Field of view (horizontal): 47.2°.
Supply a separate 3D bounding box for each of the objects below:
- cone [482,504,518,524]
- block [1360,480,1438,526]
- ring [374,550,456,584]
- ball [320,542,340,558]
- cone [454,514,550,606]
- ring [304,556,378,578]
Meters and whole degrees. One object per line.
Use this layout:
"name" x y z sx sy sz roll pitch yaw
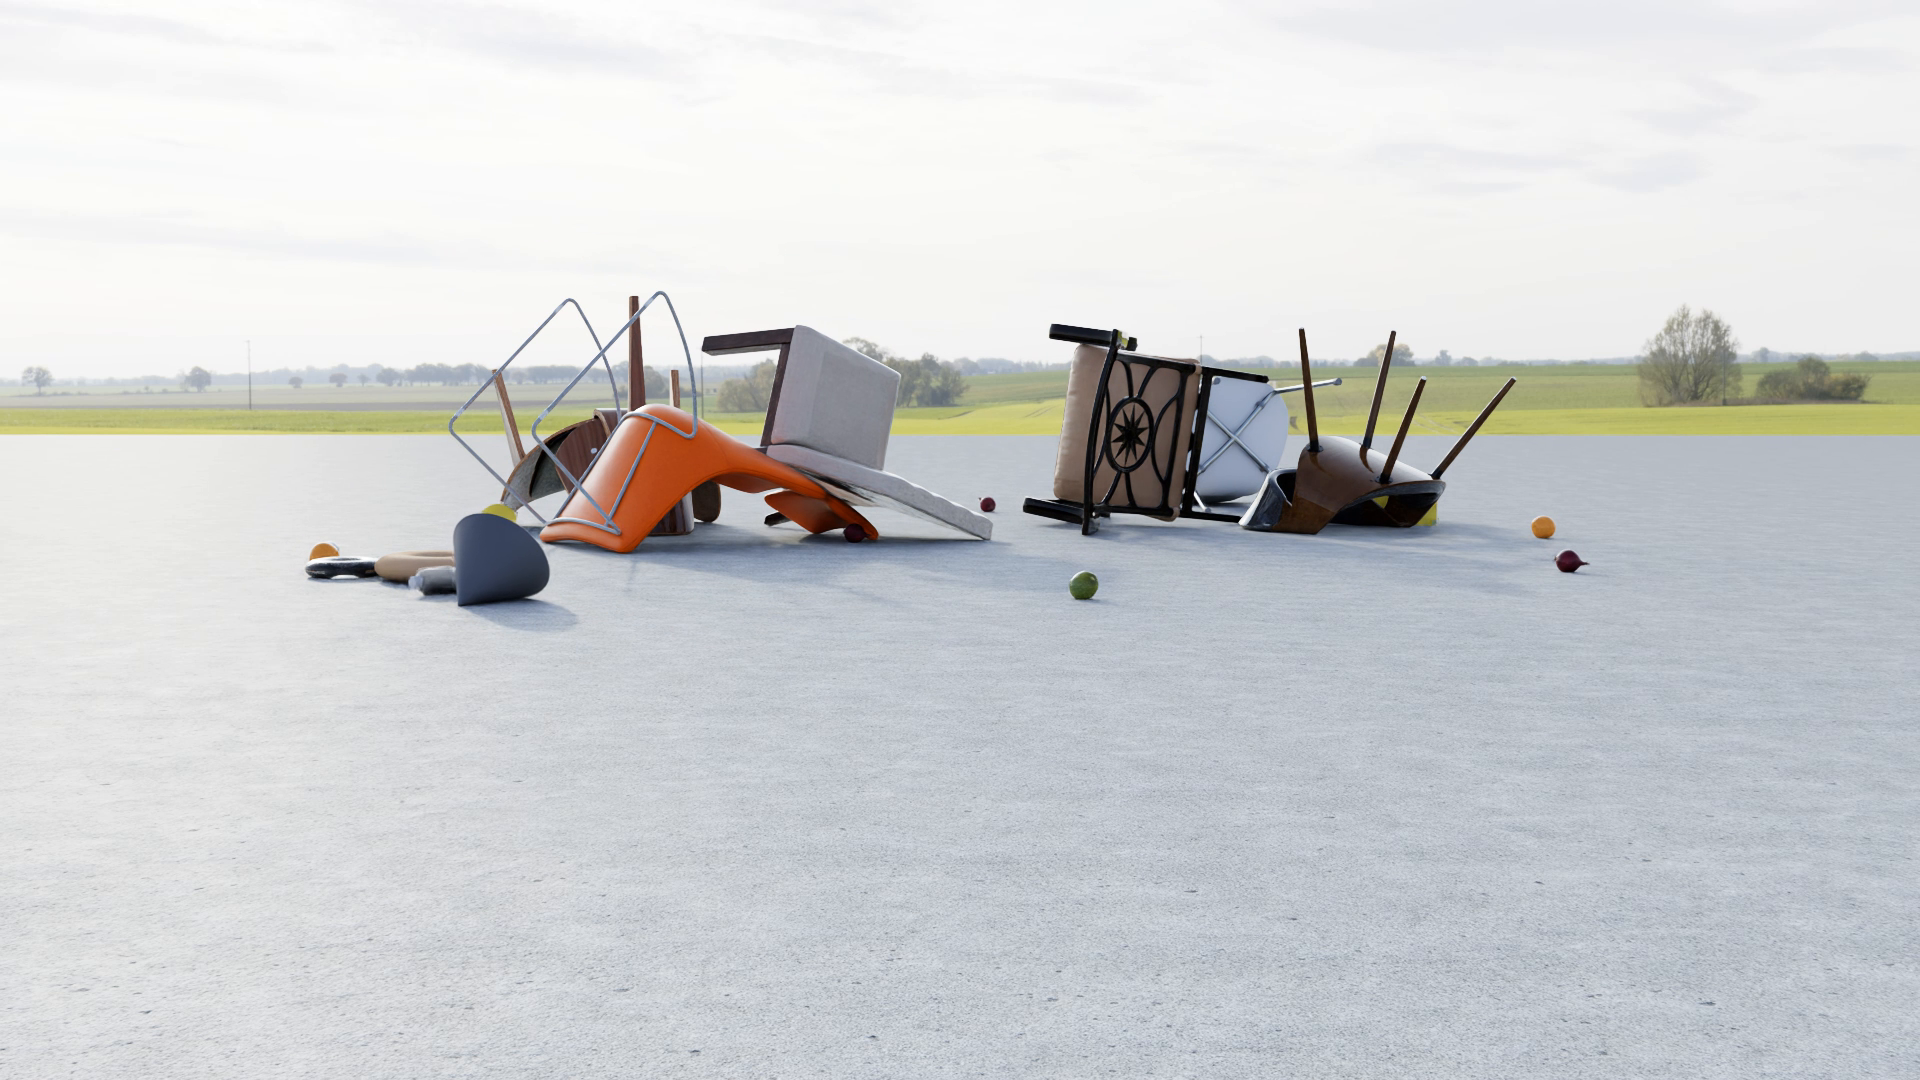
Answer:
"cone" -1.476 -0.045 6.867 0.134 0.096 0.135 -23 -8 41
"block" 1.459 -0.127 7.329 0.238 0.146 0.148 0 4 4
"ring" -1.224 0.063 5.193 0.307 0.062 0.312 -1 4 -25
"ball" -1.648 0.029 5.749 0.052 0.052 0.052 0 4 0
"cone" -1.006 0.086 4.608 0.231 0.220 0.181 15 40 14
"ring" -1.475 0.066 5.276 0.190 0.043 0.187 4 6 40
